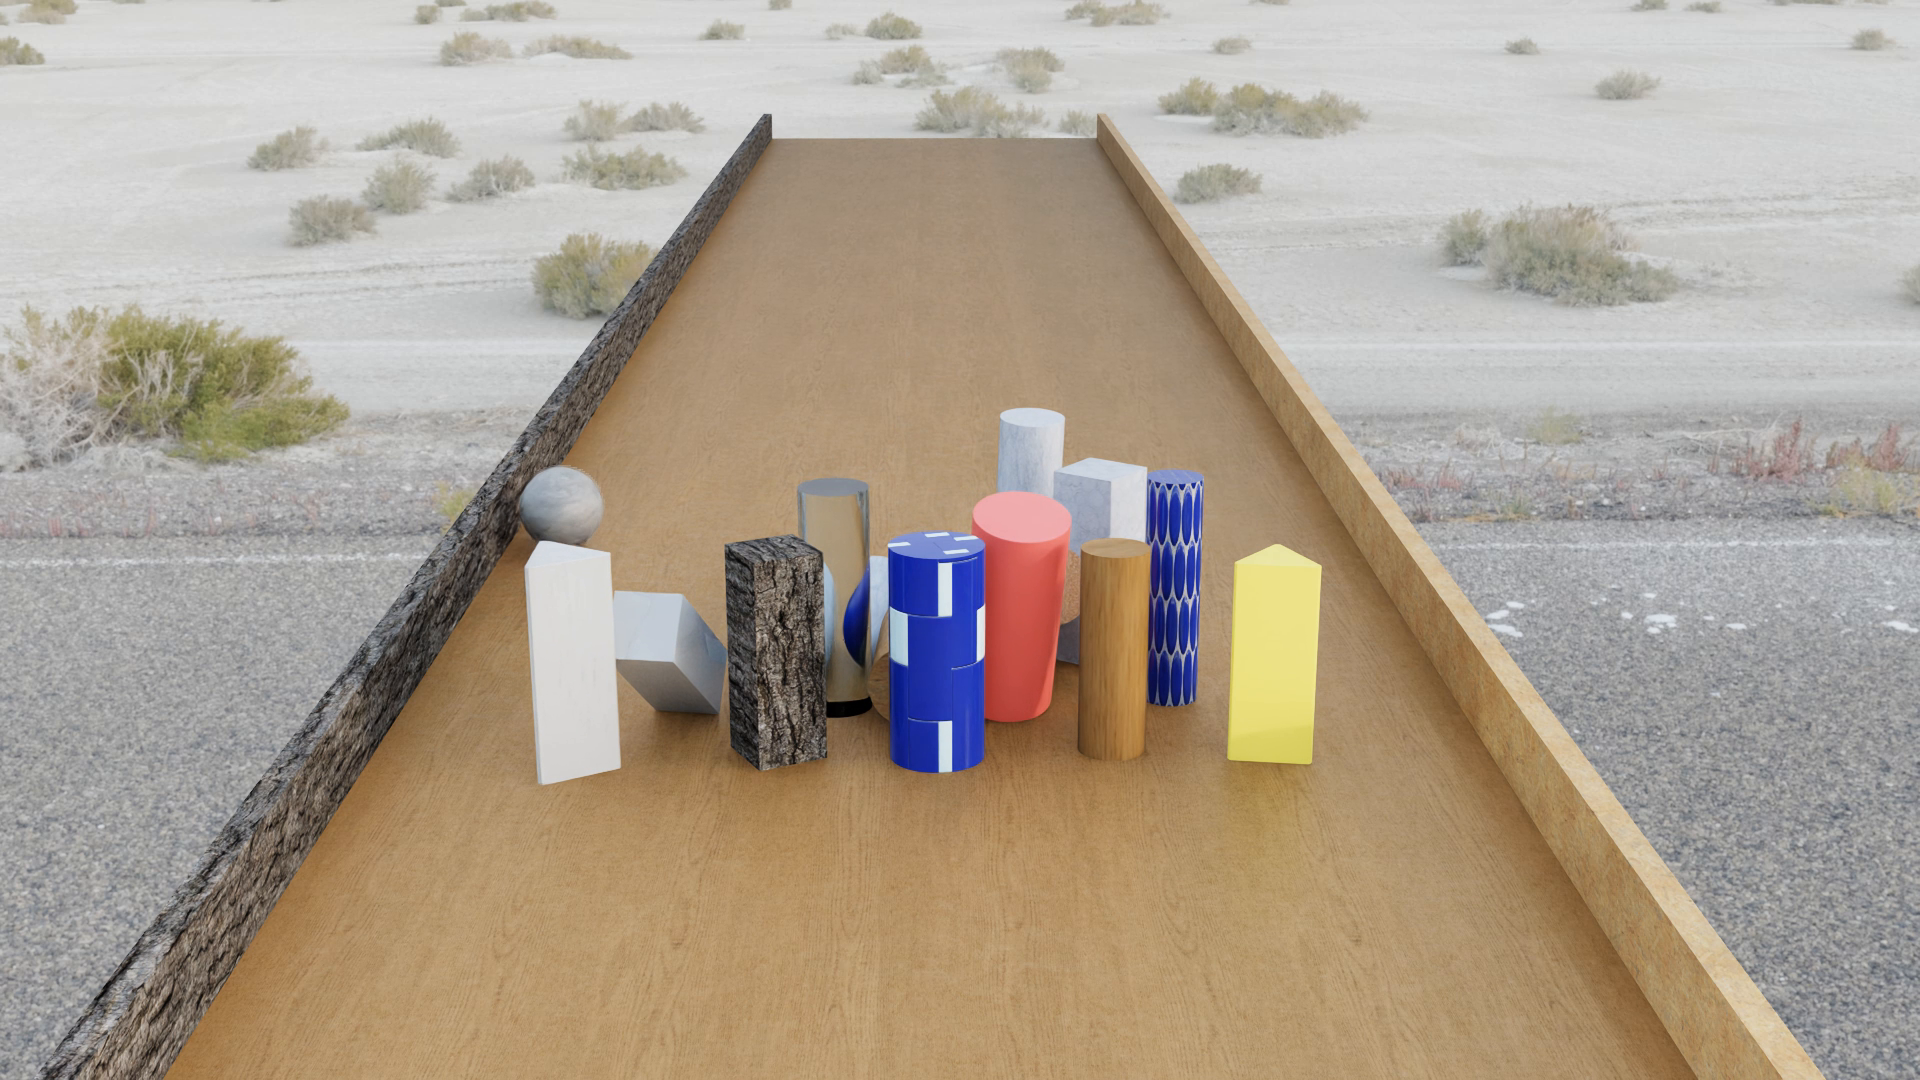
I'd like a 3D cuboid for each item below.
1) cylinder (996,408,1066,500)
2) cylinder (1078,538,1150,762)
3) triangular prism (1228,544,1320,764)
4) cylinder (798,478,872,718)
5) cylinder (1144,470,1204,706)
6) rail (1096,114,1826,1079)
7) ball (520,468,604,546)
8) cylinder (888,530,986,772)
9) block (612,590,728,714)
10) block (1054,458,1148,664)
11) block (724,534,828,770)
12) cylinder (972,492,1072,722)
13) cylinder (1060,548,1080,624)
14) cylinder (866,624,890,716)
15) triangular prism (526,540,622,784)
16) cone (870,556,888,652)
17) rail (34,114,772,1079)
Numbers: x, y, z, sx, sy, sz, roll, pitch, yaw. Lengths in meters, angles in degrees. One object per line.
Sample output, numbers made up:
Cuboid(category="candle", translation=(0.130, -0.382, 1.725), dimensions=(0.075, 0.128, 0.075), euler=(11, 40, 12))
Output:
Cuboid(category="cylinder", translation=(0.141, -0.045, 4.590), dimensions=(0.134, 0.441, 0.134), euler=(2, 20, -1))
Cuboid(category="cylinder", translation=(0.273, 0.194, 3.911), dimensions=(0.123, 0.377, 0.123), euler=(0, 17, 0))
Cuboid(category="triangular prism", translation=(0.558, 0.200, 3.913), dimensions=(0.146, 0.365, 0.126), euler=(2, 17, 8))
Cuboid(category="cylinder", translation=(-0.233, 0.108, 4.110), dimensions=(0.133, 0.429, 0.133), euler=(0, 17, 0))
Cuboid(category="cylinder", translation=(0.401, 0.091, 4.155), dimensions=(0.107, 0.436, 0.107), euler=(0, 17, 0))
Cuboid(category="rail", translation=(0.932, -0.844, 7.801), dimensions=(0.050, 0.150, 12.000), euler=(0, 17, -1))
Cuboid(category="ball", translation=(-0.931, -0.073, 5.136), dimensions=(0.193, 0.193, 0.193), euler=(0, 17, 0))
Cuboid(category="cylinder", translation=(-0.041, 0.196, 3.879), dimensions=(0.170, 0.392, 0.170), euler=(0, 17, 0))
Cuboid(category="block", translation=(-0.530, 0.208, 3.999), dimensions=(0.124, 0.124, 0.341), euler=(3, -19, 9))
Cuboid(category="block", translation=(0.277, 0.047, 4.387), dimensions=(0.133, 0.389, 0.133), euler=(12, 20, 34))
Cuboid(category="block", translation=(-0.325, 0.198, 3.892), dimensions=(0.131, 0.382, 0.131), euler=(-9, 19, -27))
Cuboid(category="cylinder", translation=(0.098, 0.125, 4.059), dimensions=(0.178, 0.393, 0.178), euler=(3, 32, -2))
Cuboid(category="cylinder", translation=(0.110, 0.108, 4.362), dimensions=(0.157, 0.157, 0.369), euler=(-7, -5, -22))
Cuboid(category="cylinder", translation=(-0.083, 0.226, 4.188), dimensions=(0.160, 0.160, 0.307), euler=(1, 11, 4))
Cuboid(category="triangular prism", translation=(-0.695, 0.207, 3.831), dimensions=(0.150, 0.396, 0.130), euler=(-10, 20, -29))
Cuboid(category="cone", translation=(-0.188, 0.202, 4.393), dimensions=(0.179, 0.179, 0.365), euler=(2, 31, 6))
Cuboid(category="rail", translation=(-1.118, -0.838, 7.780), dimensions=(0.050, 0.150, 12.000), euler=(0, 17, -1))
